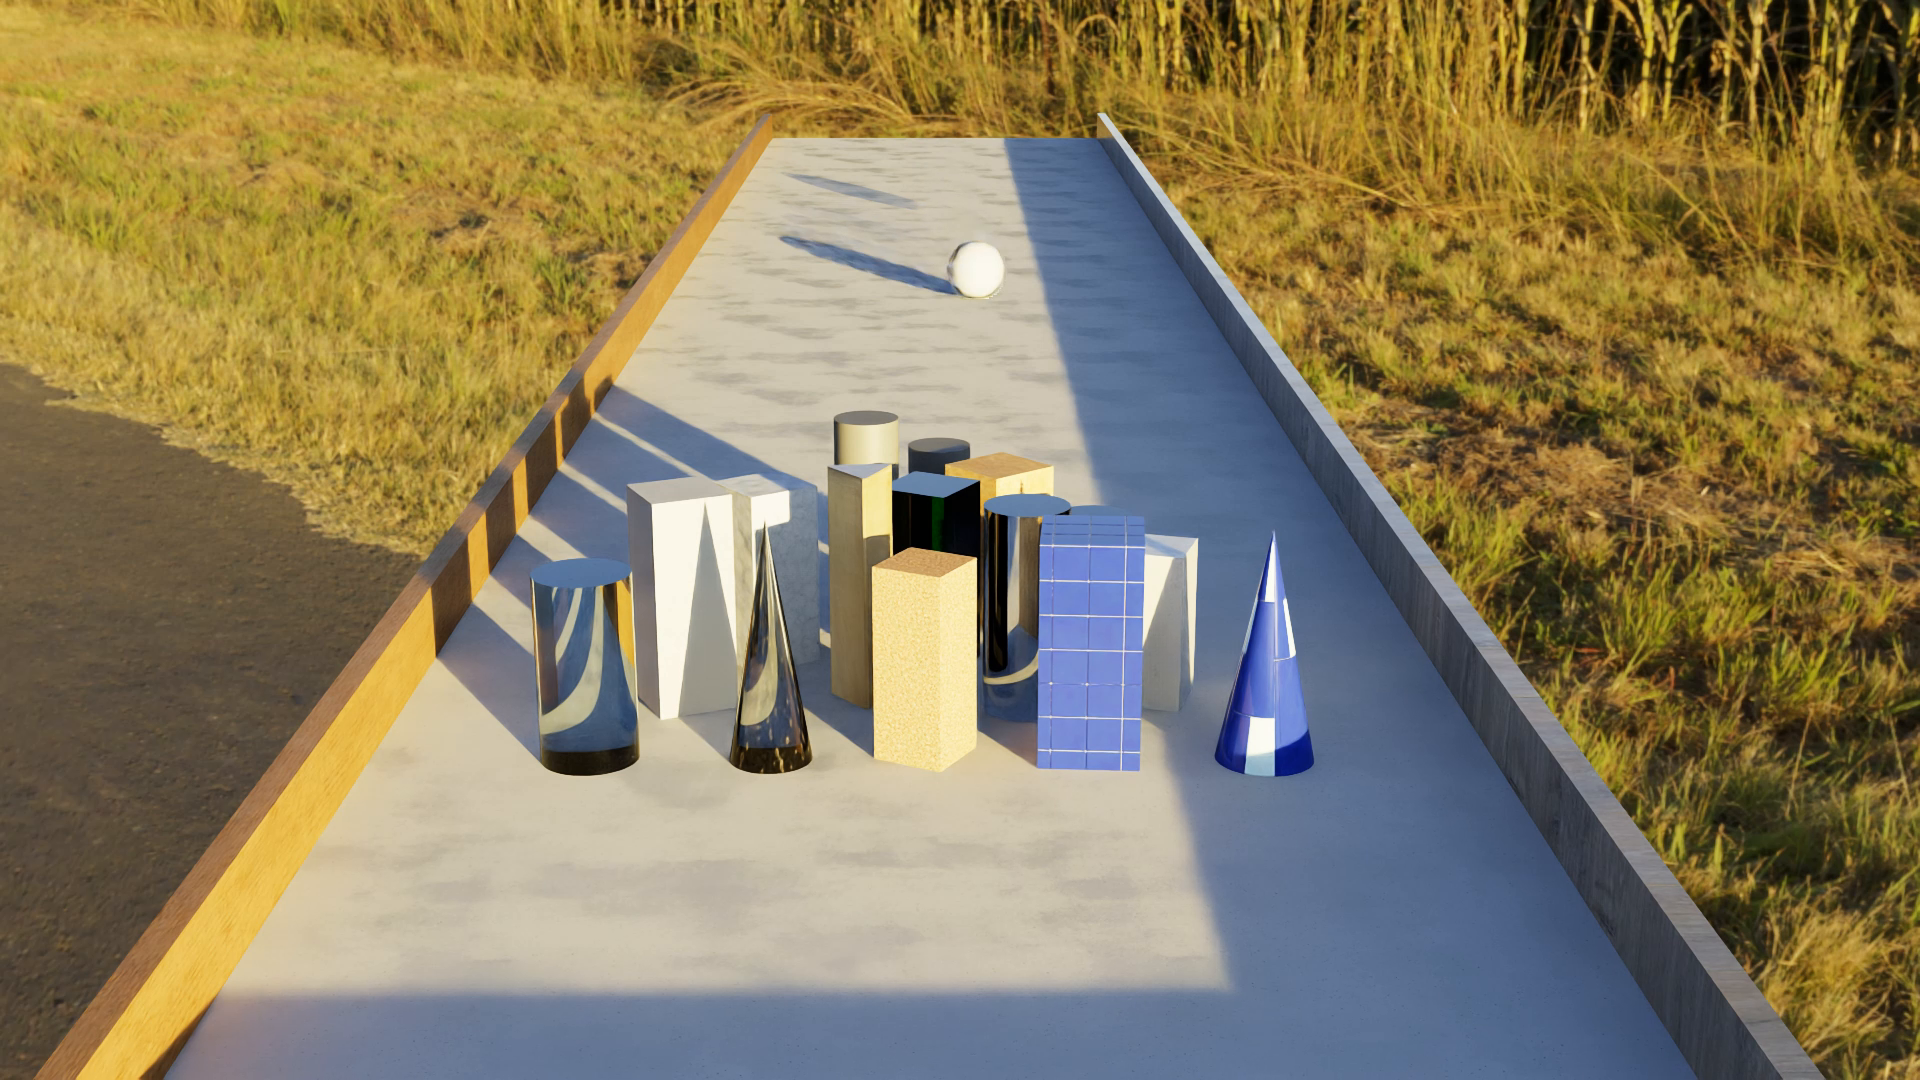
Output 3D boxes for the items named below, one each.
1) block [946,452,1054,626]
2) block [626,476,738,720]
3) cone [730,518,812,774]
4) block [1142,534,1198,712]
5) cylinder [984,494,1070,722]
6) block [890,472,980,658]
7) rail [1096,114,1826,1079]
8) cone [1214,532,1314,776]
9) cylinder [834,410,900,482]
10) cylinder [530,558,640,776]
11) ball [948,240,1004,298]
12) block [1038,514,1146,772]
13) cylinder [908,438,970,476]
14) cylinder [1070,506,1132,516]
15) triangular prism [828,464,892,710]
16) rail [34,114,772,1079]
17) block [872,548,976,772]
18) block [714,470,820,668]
[{"bbox_3d":[0.082,0.001,4.648,0.160,0.328,0.160,-14,22,-39],"label":"block"},{"bbox_3d":[-0.522,0.106,4.138,0.153,0.417,0.153,-8,18,-25],"label":"block"},{"bbox_3d":[-0.336,0.175,3.856,0.148,0.447,0.148,0,17,0],"label":"cone"},{"bbox_3d":[0.367,0.155,4.175,0.135,0.303,0.135,5,17,17],"label":"block"},{"bbox_3d":[0.124,0.126,4.108,0.161,0.397,0.161,0,17,0],"label":"cylinder"},{"bbox_3d":[-0.060,0.066,4.360,0.149,0.367,0.149,9,19,27],"label":"block"},{"bbox_3d":[0.932,-0.844,7.801,0.050,0.150,12.000,0,17,-1],"label":"rail"},{"bbox_3d":[0.543,0.184,3.861,0.177,0.425,0.177,0,17,0],"label":"cone"},{"bbox_3d":[-0.196,-0.050,4.647,0.136,0.427,0.136,0,17,0],"label":"cylinder"},{"bbox_3d":[-0.659,0.222,3.875,0.175,0.345,0.175,0,17,0],"label":"cylinder"},{"bbox_3d":[0.059,-1.017,8.270,0.215,0.215,0.215,0,17,0],"label":"ball"},{"bbox_3d":[0.232,0.180,3.894,0.180,0.414,0.180,1,17,4],"label":"block"},{"bbox_3d":[-0.046,-0.064,4.905,0.138,0.306,0.138,0,17,0],"label":"cylinder"},{"bbox_3d":[0.263,0.097,4.370,0.150,0.303,0.150,0,17,0],"label":"cylinder"},{"bbox_3d":[-0.170,0.082,4.161,0.102,0.451,0.118,-12,21,-36],"label":"triangular prism"},{"bbox_3d":[-1.118,-0.838,7.780,0.050,0.150,12.000,0,17,-1],"label":"rail"},{"bbox_3d":[-0.062,0.210,3.893,0.134,0.358,0.134,9,19,27],"label":"block"},{"bbox_3d":[-0.385,0.062,4.384,0.150,0.362,0.150,-12,20,-34],"label":"block"}]
